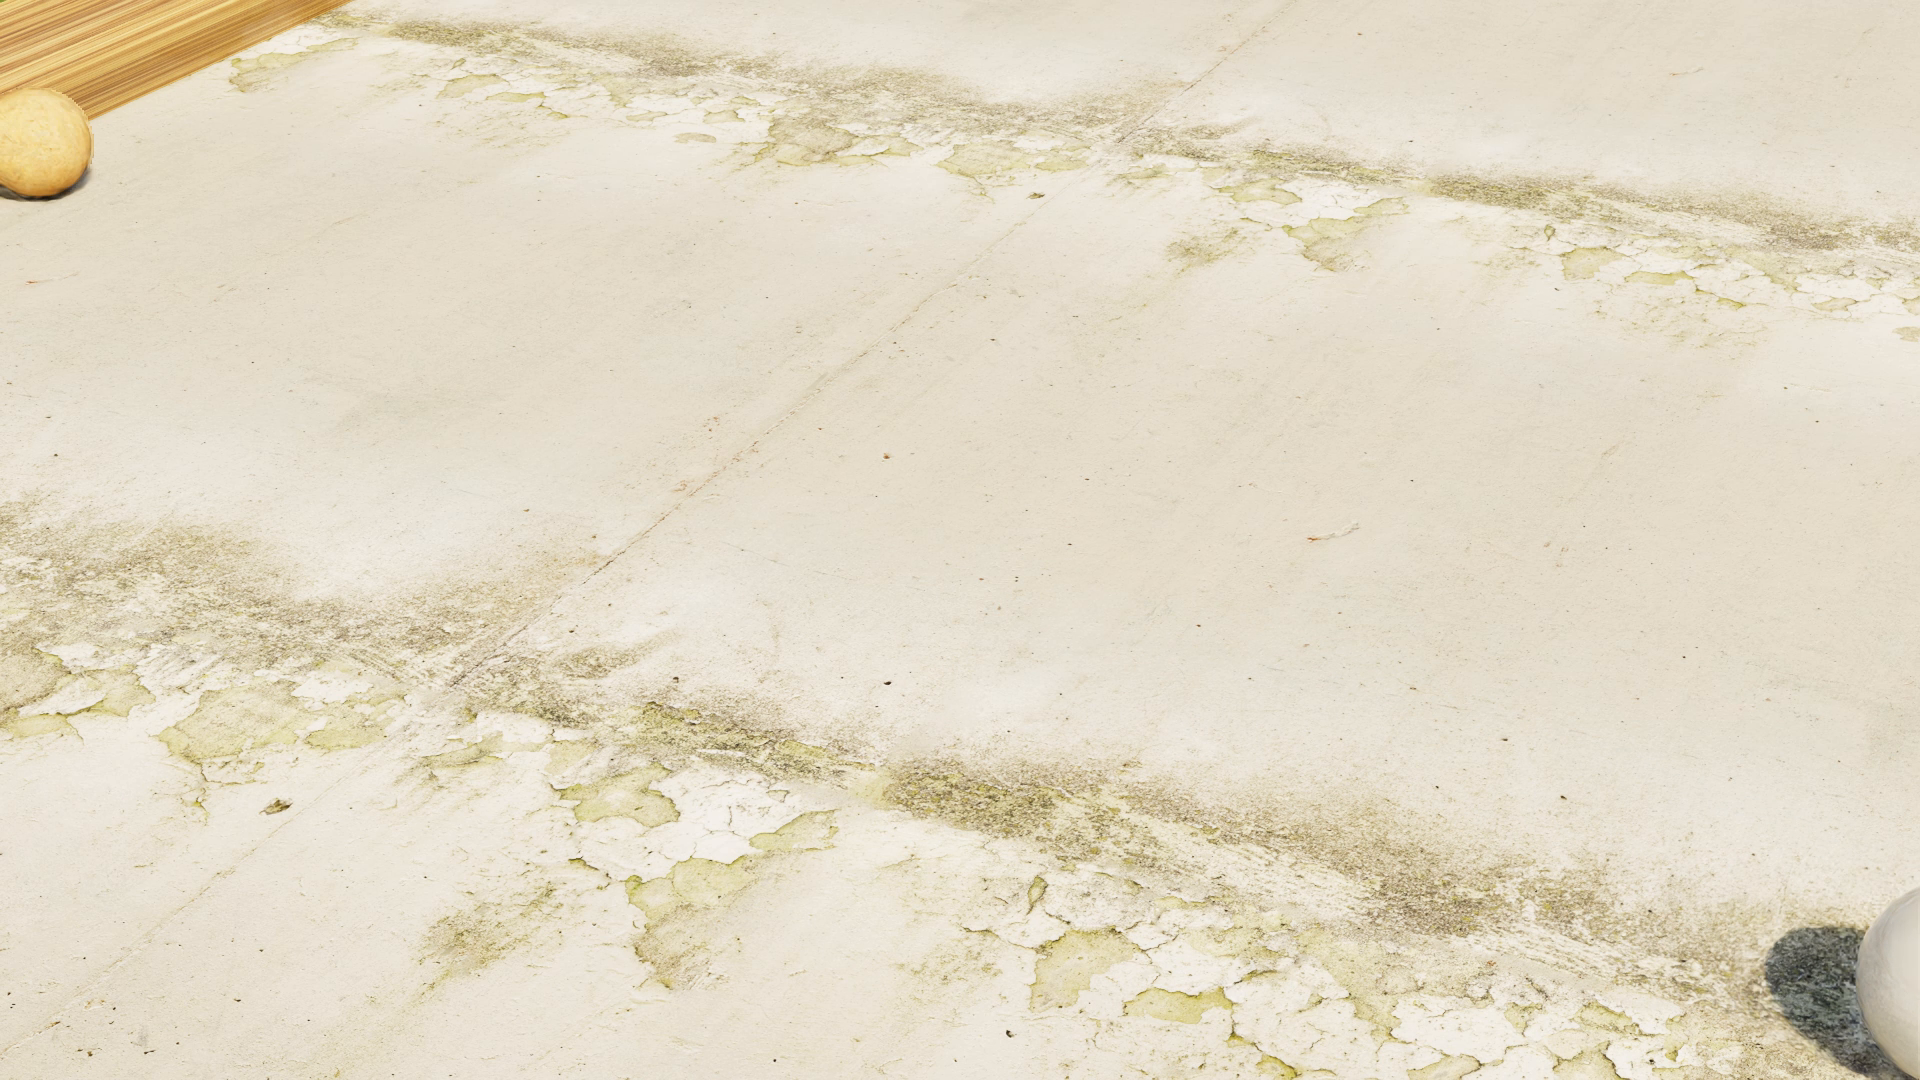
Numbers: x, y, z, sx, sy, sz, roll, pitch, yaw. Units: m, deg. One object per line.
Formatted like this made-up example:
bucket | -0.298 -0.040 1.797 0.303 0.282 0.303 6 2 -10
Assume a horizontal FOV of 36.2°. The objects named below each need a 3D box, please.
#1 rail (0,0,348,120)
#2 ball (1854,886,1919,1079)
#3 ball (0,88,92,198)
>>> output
rail | -0.538 -0.595 2.834 0.045 0.124 3.716 12 29 22
ball | 0.451 0.200 1.320 0.096 0.096 0.096 0 27 0
ball | -0.734 -0.315 2.333 0.086 0.086 0.086 0 27 0
